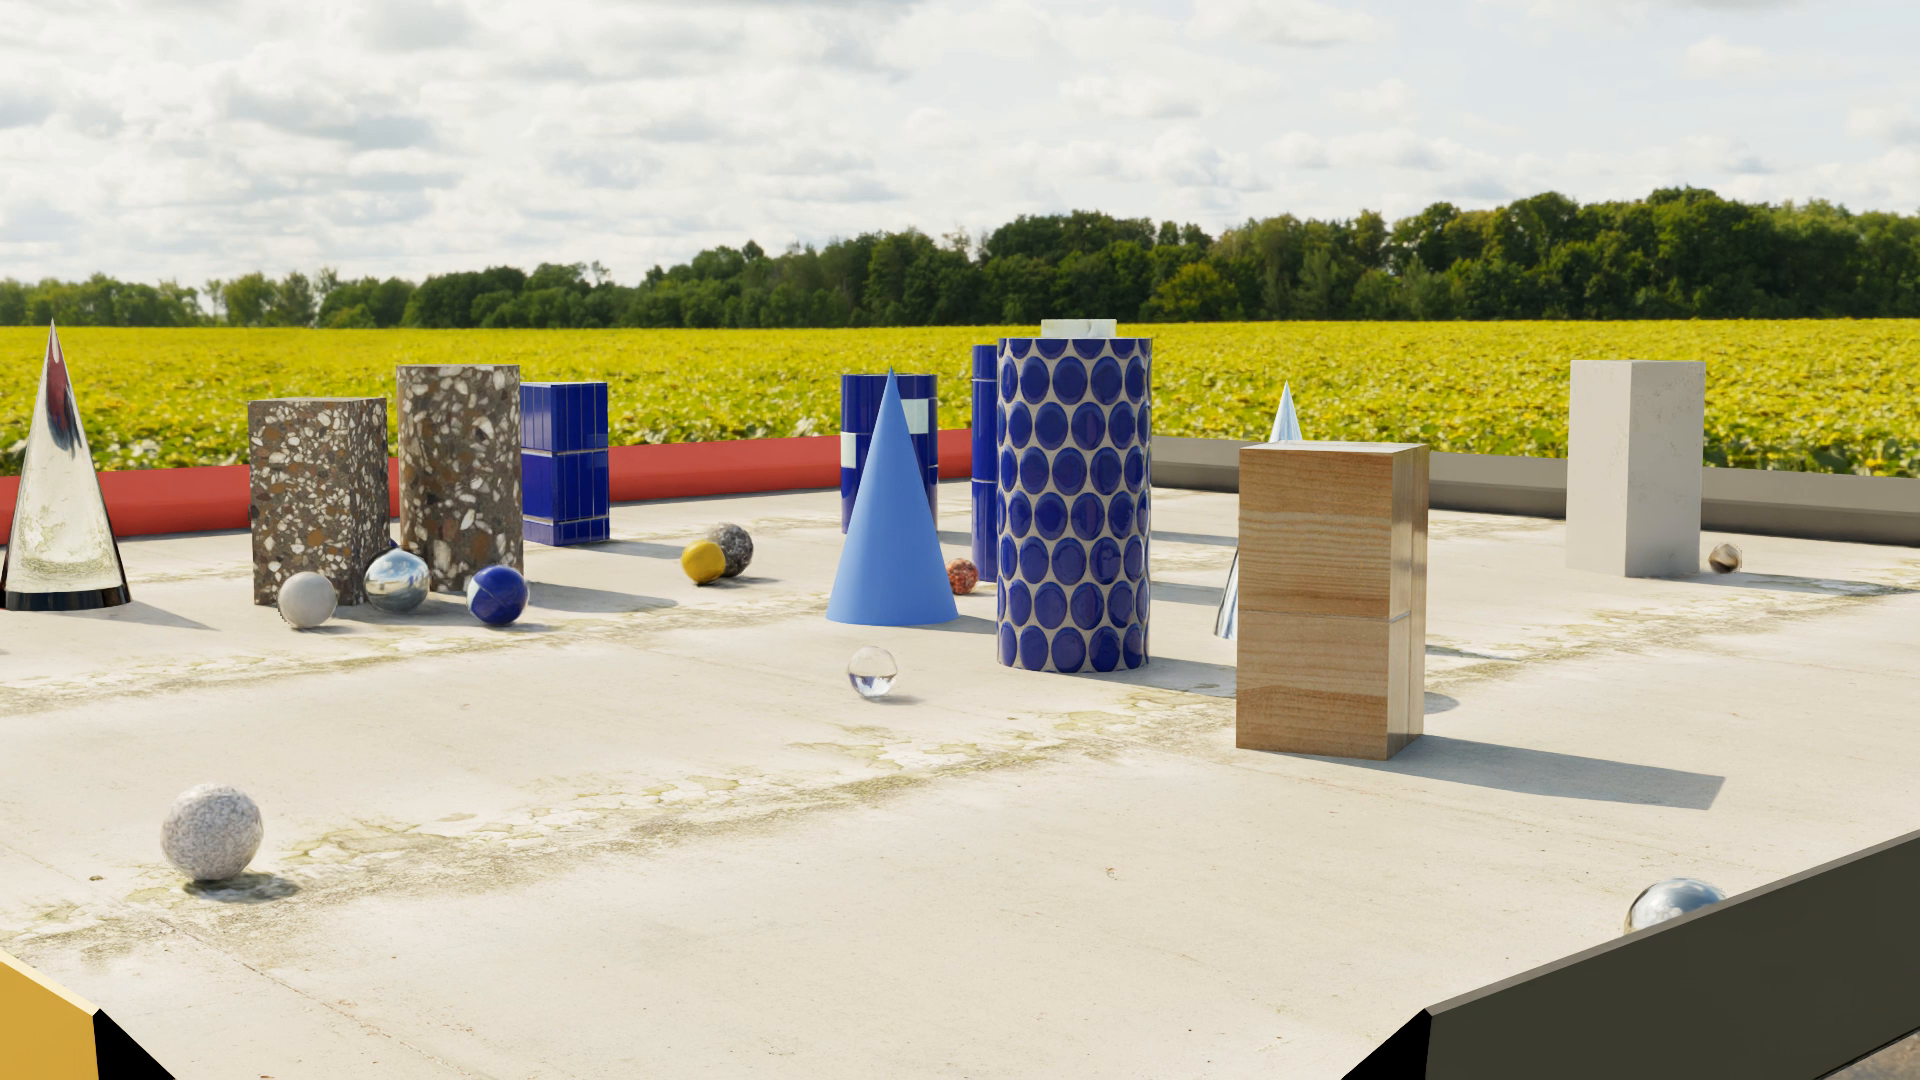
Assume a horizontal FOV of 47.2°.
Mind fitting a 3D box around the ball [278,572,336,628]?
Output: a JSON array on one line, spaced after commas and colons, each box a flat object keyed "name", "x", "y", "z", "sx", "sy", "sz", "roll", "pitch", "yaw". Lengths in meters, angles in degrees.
[{"name": "ball", "x": -0.917, "y": 0.084, "z": 3.089, "sx": 0.078, "sy": 0.078, "sz": 0.078, "roll": 0, "pitch": 6, "yaw": 0}]

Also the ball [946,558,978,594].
[{"name": "ball", "x": 0.000, "y": 0.056, "z": 3.455, "sx": 0.056, "sy": 0.056, "sz": 0.056, "roll": 0, "pitch": 6, "yaw": 0}]

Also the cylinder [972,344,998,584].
[{"name": "cylinder", "x": 0.116, "y": -0.130, "z": 3.649, "sx": 0.195, "sy": 0.386, "sz": 0.195, "roll": 0, "pitch": 6, "yaw": 0}]

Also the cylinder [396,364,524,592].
[{"name": "cylinder", "x": -0.809, "y": -0.105, "z": 3.561, "sx": 0.195, "sy": 0.355, "sz": 0.195, "roll": 0, "pitch": 6, "yaw": 0}]

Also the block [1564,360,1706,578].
[{"name": "block", "x": 1.149, "y": -0.126, "z": 3.748, "sx": 0.156, "sy": 0.358, "sz": 0.156, "roll": -3, "pitch": 6, "yaw": -23}]

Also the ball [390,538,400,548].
[{"name": "ball", "x": -0.935, "y": 0.033, "z": 3.508, "sx": 0.091, "sy": 0.091, "sz": 0.091, "roll": 0, "pitch": 6, "yaw": 0}]

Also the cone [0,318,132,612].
[{"name": "cone", "x": -1.362, "y": -0.119, "z": 3.324, "sx": 0.195, "sy": 0.433, "sz": 0.195, "roll": 0, "pitch": 6, "yaw": 0}]

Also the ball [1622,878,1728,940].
[{"name": "ball", "x": 0.471, "y": 0.259, "z": 1.431, "sx": 0.076, "sy": 0.076, "sz": 0.076, "roll": 0, "pitch": 6, "yaw": 0}]

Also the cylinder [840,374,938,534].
[{"name": "cylinder", "x": -0.141, "y": -0.173, "z": 4.399, "sx": 0.195, "sy": 0.315, "sz": 0.195, "roll": 0, "pitch": 6, "yaw": 0}]

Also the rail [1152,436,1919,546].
[{"name": "rail", "x": 1.361, "y": -0.098, "z": 4.581, "sx": 0.045, "sy": 0.126, "sz": 3.728, "roll": -5, "pitch": 8, "yaw": -42}]

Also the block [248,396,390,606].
[{"name": "block", "x": -0.981, "y": -0.062, "z": 3.379, "sx": 0.156, "sy": 0.308, "sz": 0.156, "roll": 1, "pitch": 6, "yaw": 7}]

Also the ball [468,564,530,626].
[{"name": "ball", "x": -0.653, "y": 0.078, "z": 3.110, "sx": 0.086, "sy": 0.086, "sz": 0.086, "roll": 0, "pitch": 6, "yaw": 0}]

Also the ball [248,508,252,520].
[{"name": "ball", "x": -1.409, "y": -0.055, "z": 4.466, "sx": 0.068, "sy": 0.068, "sz": 0.068, "roll": 0, "pitch": 6, "yaw": 0}]

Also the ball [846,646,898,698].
[{"name": "ball", "x": -0.101, "y": 0.152, "z": 2.533, "sx": 0.059, "sy": 0.059, "sz": 0.059, "roll": 0, "pitch": 6, "yaw": 0}]

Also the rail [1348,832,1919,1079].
[{"name": "rail", "x": 1.248, "y": 0.174, "z": 1.987, "sx": 3.751, "sy": 0.126, "sz": 0.045, "roll": -5, "pitch": 8, "yaw": -42}]

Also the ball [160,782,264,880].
[{"name": "ball", "x": -0.585, "y": 0.228, "z": 1.721, "sx": 0.077, "sy": 0.077, "sz": 0.077, "roll": 0, "pitch": 6, "yaw": 0}]

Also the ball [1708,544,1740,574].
[{"name": "ball", "x": 1.290, "y": 0.032, "z": 3.711, "sx": 0.051, "sy": 0.051, "sz": 0.051, "roll": 0, "pitch": 6, "yaw": 0}]

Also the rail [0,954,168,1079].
[{"name": "rail", "x": -1.361, "y": 0.164, "z": 2.083, "sx": 0.045, "sy": 0.126, "sz": 3.728, "roll": -5, "pitch": 8, "yaw": -42}]

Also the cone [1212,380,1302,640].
[{"name": "cone", "x": 0.445, "y": -0.045, "z": 3.012, "sx": 0.195, "sy": 0.350, "sz": 0.195, "roll": 0, "pitch": 6, "yaw": 0}]

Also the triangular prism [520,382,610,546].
[{"name": "triangular prism", "x": -0.745, "y": -0.150, "z": 4.234, "sx": 0.146, "sy": 0.305, "sz": 0.169, "roll": -4, "pitch": 7, "yaw": -33}]

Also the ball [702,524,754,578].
[{"name": "ball", "x": -0.388, "y": 0.018, "z": 3.664, "sx": 0.090, "sy": 0.090, "sz": 0.090, "roll": 0, "pitch": 6, "yaw": 0}]

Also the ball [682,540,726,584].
[{"name": "ball", "x": -0.417, "y": 0.036, "z": 3.579, "sx": 0.071, "sy": 0.071, "sz": 0.071, "roll": 0, "pitch": 6, "yaw": 0}]

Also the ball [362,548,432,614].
[{"name": "ball", "x": -0.827, "y": 0.059, "z": 3.229, "sx": 0.097, "sy": 0.097, "sz": 0.097, "roll": 0, "pitch": 6, "yaw": 0}]

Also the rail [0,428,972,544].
[{"name": "rail", "x": -1.248, "y": -0.108, "z": 4.677, "sx": 3.751, "sy": 0.126, "sz": 0.045, "roll": -5, "pitch": 8, "yaw": -42}]

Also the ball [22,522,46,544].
[{"name": "ball", "x": -1.762, "y": -0.013, "z": 4.183, "sx": 0.042, "sy": 0.042, "sz": 0.042, "roll": 0, "pitch": 6, "yaw": 0}]

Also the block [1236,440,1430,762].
[{"name": "block", "x": 0.384, "y": 0.056, "z": 2.262, "sx": 0.156, "sy": 0.306, "sz": 0.156, "roll": 3, "pitch": 7, "yaw": 25}]

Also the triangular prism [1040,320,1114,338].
[{"name": "triangular prism", "x": 0.273, "y": -0.232, "z": 4.437, "sx": 0.169, "sy": 0.424, "sz": 0.146, "roll": 4, "pitch": 7, "yaw": 35}]

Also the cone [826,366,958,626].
[{"name": "cone", "x": -0.099, "y": -0.070, "z": 3.182, "sx": 0.195, "sy": 0.365, "sz": 0.195, "roll": 0, "pitch": 6, "yaw": 0}]

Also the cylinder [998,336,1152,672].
[{"name": "cylinder", "x": 0.144, "y": -0.050, "z": 2.778, "sx": 0.195, "sy": 0.409, "sz": 0.195, "roll": 0, "pitch": 6, "yaw": 0}]
